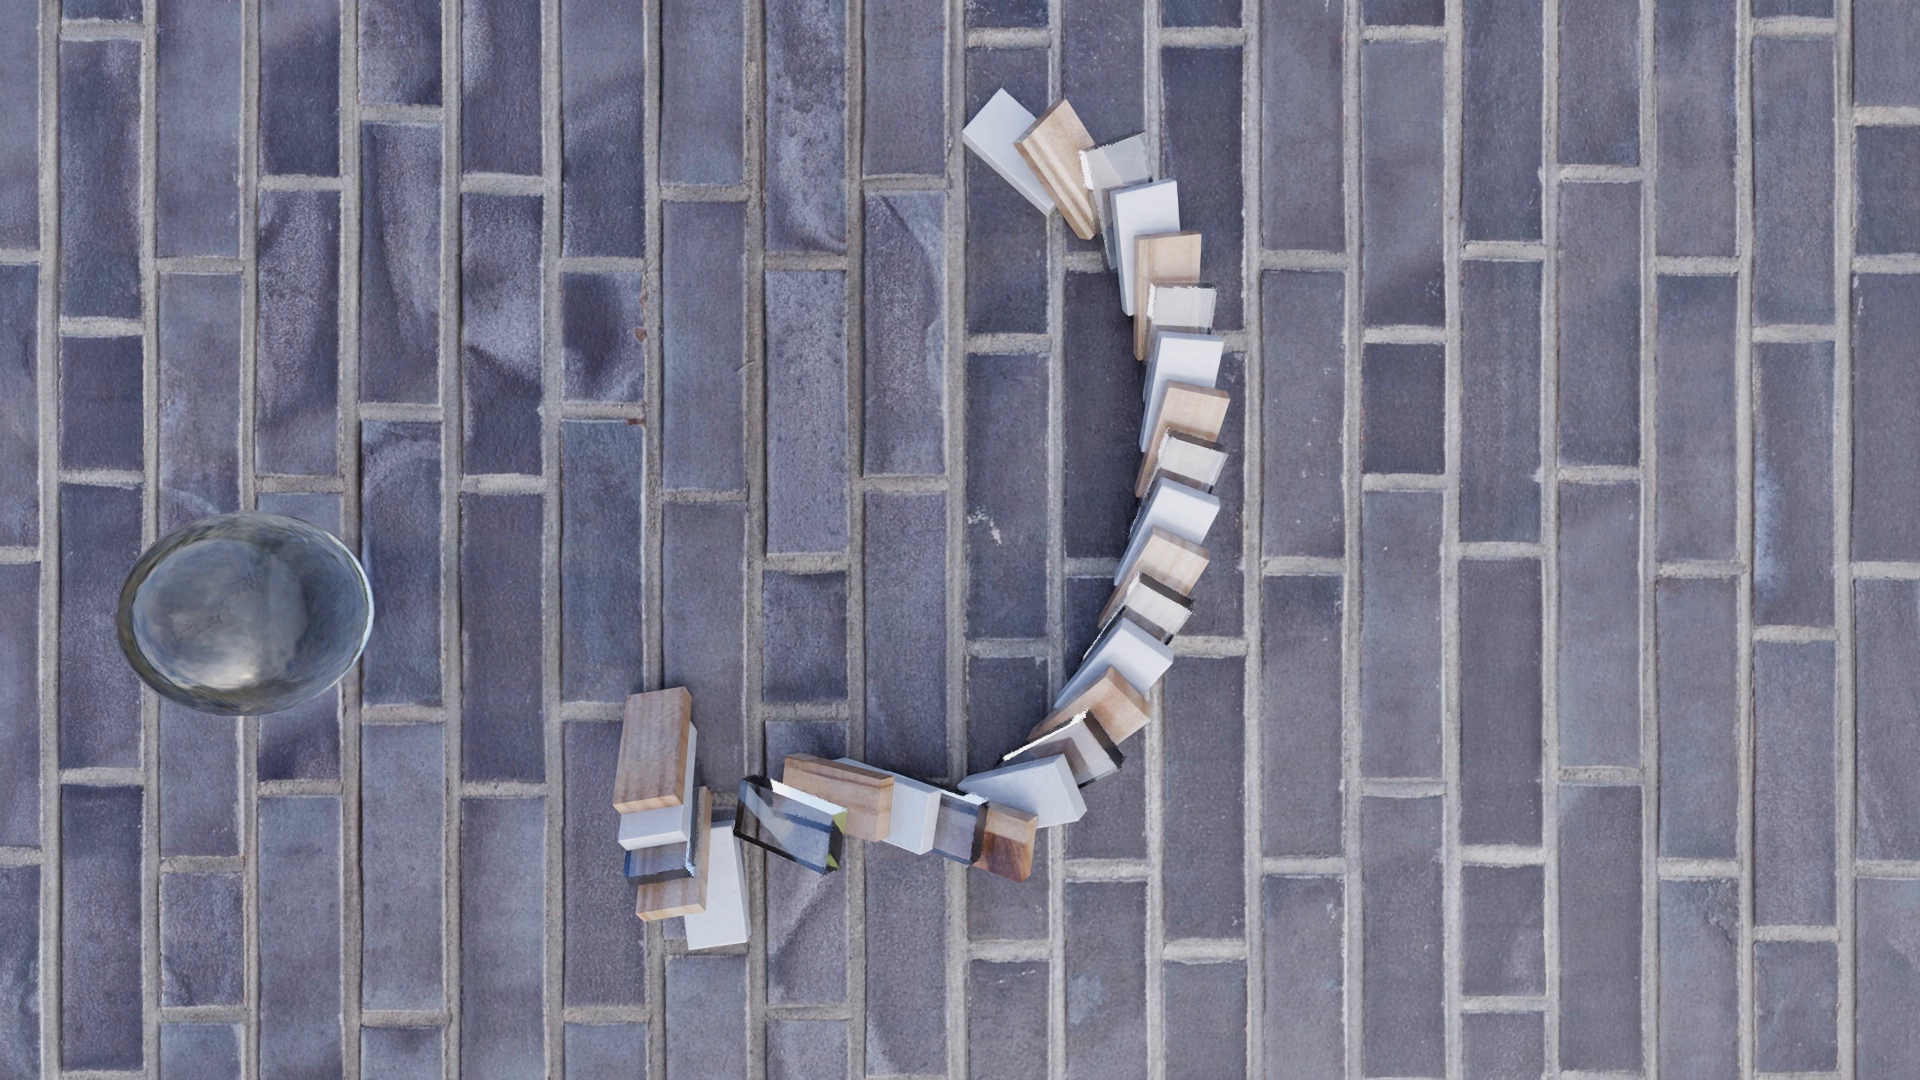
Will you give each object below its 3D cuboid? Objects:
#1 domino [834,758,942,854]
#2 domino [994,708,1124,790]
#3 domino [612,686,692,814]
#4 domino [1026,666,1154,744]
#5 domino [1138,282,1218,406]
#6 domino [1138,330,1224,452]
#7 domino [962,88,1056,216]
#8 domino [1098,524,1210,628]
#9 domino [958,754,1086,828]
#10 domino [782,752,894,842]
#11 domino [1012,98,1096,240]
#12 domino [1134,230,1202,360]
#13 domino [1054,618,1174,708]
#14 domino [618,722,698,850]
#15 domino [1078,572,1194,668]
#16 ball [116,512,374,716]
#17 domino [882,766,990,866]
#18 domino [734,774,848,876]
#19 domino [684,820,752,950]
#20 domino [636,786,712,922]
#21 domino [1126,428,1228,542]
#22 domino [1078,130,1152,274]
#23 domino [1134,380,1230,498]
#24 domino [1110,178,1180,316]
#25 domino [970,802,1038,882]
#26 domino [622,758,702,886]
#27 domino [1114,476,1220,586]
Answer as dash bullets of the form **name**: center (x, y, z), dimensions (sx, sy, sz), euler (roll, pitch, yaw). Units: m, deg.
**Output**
- **domino**: center (-0.033, 0.110, 0.383), dimensions (0.050, 0.010, 0.025), euler (10, 91, 30)
- **domino**: center (0.041, 0.093, 0.383), dimensions (0.050, 0.009, 0.025), euler (-36, 90, 31)
- **domino**: center (-0.127, 0.086, 0.380), dimensions (0.025, 0.009, 0.050), euler (-9, 49, 0)
- **domino**: center (0.054, 0.077, 0.383), dimensions (0.025, 0.009, 0.050), euler (44, 121, 0)
- **domino**: center (0.091, -0.081, 0.384), dimensions (0.025, 0.009, 0.050), euler (0, 119, 0)
- **domino**: center (0.092, -0.061, 0.384), dimensions (0.025, 0.009, 0.050), euler (4, 119, 0)
- **domino**: center (0.028, -0.167, 0.395), dimensions (0.050, 0.009, 0.025), euler (42, 90, 0)
- **domino**: center (0.080, 0.021, 0.384), dimensions (0.025, 0.009, 0.050), euler (25, 119, 0)
- **domino**: center (0.025, 0.107, 0.382), dimensions (0.050, 0.009, 0.025), euler (-23, 90, 33)
- **domino**: center (-0.052, 0.107, 0.383), dimensions (0.050, 0.009, 0.025), euler (5, 89, 30)
- **domino**: center (0.047, -0.154, 0.383), dimensions (0.025, 0.009, 0.050), euler (-45, 120, 0)
- **domino**: center (0.086, -0.102, 0.384), dimensions (0.025, 0.009, 0.050), euler (-6, 119, 0)
- **domino**: center (0.064, 0.058, 0.384), dimensions (0.025, 0.009, 0.050), euler (34, 119, 0)
- **domino**: center (-0.125, 0.101, 0.380), dimensions (0.025, 0.009, 0.050), euler (-9, 49, 0)
- **domino**: center (0.073, 0.040, 0.384), dimensions (0.025, 0.009, 0.050), euler (29, 119, 0)
- **ball**: center (-0.277, 0.029, 0.360), dimensions (0.080, 0.080, 0.080), euler (0, 90, 0)
- **domino**: center (-0.014, 0.115, 0.383), dimensions (0.050, 0.010, 0.025), euler (10, 93, 30)
- **domino**: center (-0.071, 0.118, 0.383), dimensions (0.050, 0.010, 0.025), euler (11, 94, 30)
- **domino**: center (-0.107, 0.148, 0.395), dimensions (0.025, 0.010, 0.050), euler (-8, 90, 0)
- **domino**: center (-0.118, 0.129, 0.380), dimensions (0.025, 0.009, 0.050), euler (-9, 50, 0)
- **domino**: center (0.090, -0.019, 0.384), dimensions (0.025, 0.010, 0.050), euler (16, 119, 0)
- **domino**: center (0.068, -0.141, 0.383), dimensions (0.025, 0.009, 0.050), euler (-19, 120, -1)
- **domino**: center (0.092, -0.040, 0.384), dimensions (0.025, 0.010, 0.050), euler (11, 119, 0)
- **domino**: center (0.079, -0.122, 0.384), dimensions (0.025, 0.009, 0.050), euler (-13, 119, 0)
- **domino**: center (0.006, 0.122, 0.383), dimensions (0.050, 0.010, 0.025), euler (9, 94, 30)
- **domino**: center (-0.123, 0.115, 0.380), dimensions (0.025, 0.010, 0.050), euler (-9, 49, 0)
- **domino**: center (0.086, 0.001, 0.384), dimensions (0.025, 0.010, 0.050), euler (20, 119, 0)
